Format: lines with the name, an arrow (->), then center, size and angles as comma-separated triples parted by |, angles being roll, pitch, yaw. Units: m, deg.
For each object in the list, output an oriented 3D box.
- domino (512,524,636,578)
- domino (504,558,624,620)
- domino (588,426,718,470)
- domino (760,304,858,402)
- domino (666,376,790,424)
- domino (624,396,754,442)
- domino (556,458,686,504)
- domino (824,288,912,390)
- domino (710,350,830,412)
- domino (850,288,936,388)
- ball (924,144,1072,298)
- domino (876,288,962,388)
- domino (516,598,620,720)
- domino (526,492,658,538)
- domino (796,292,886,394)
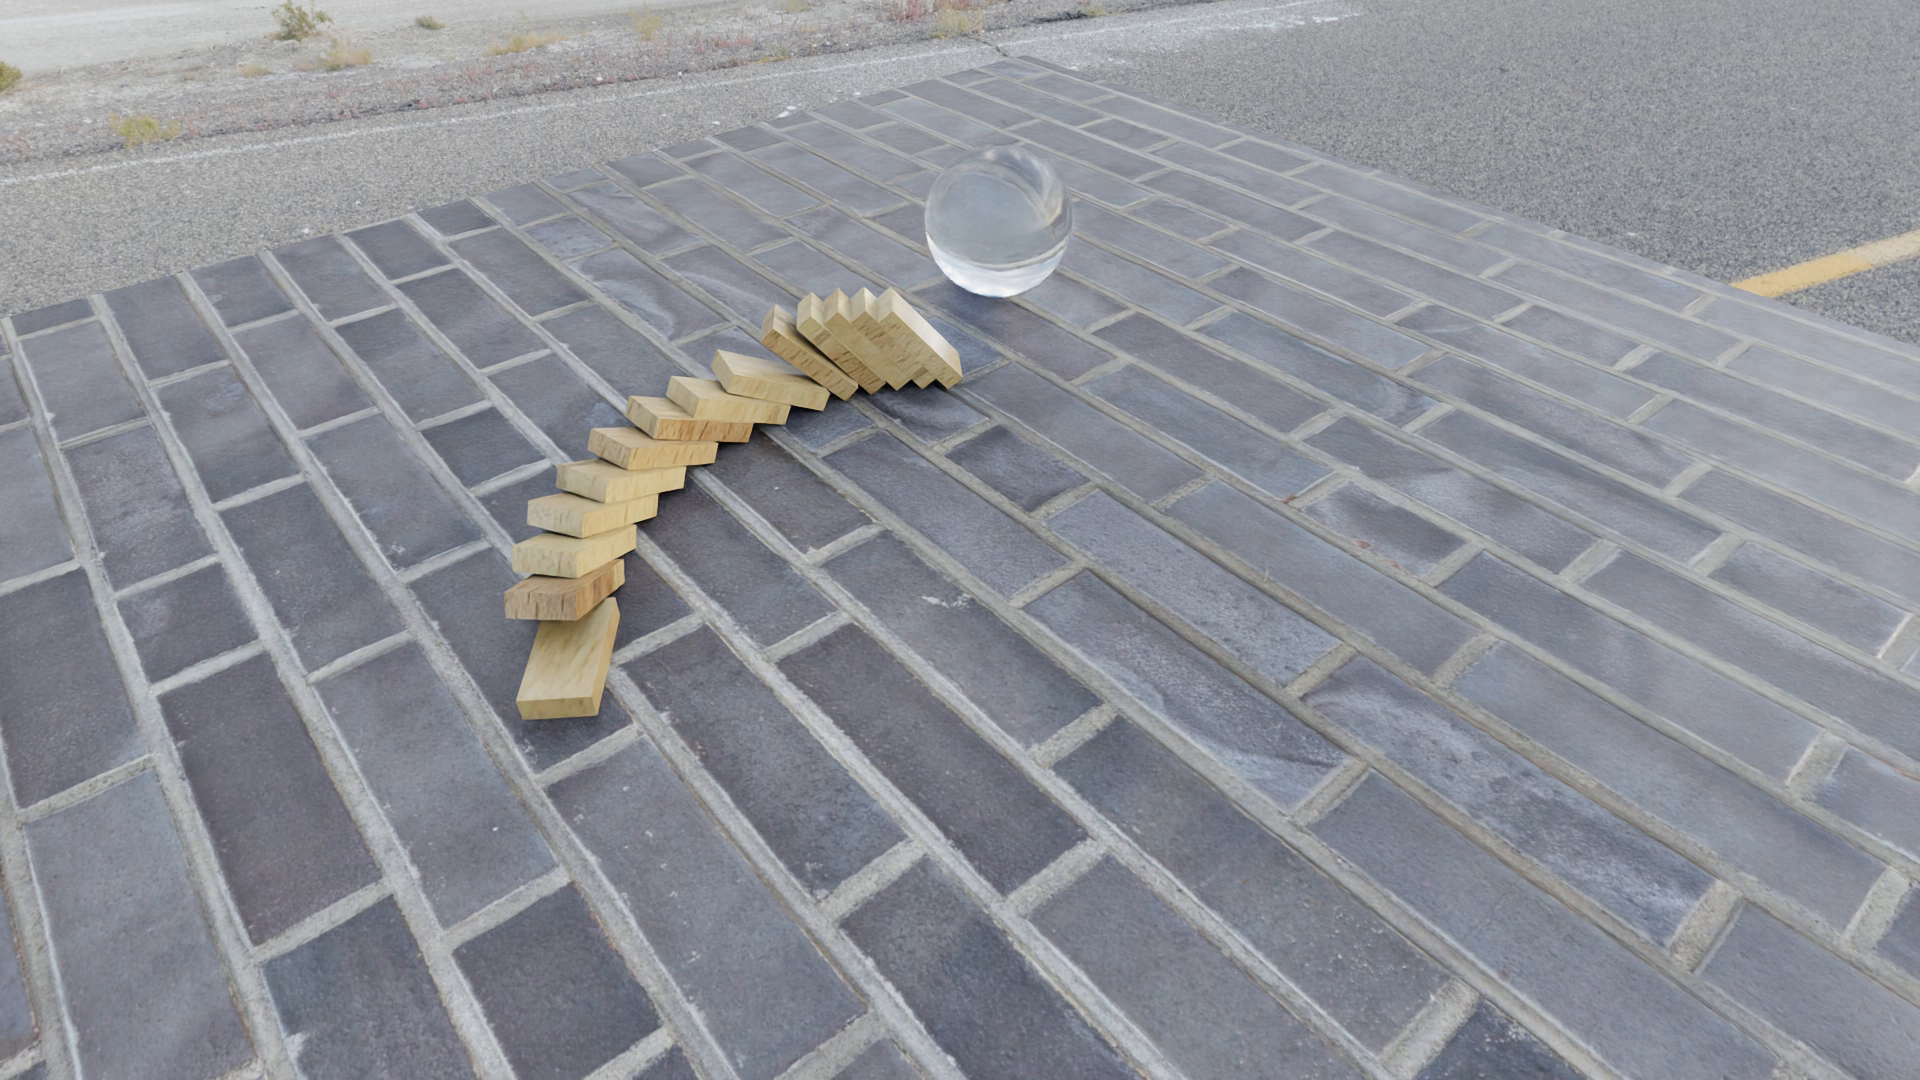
domino -> -0.147, 0.003, 0.424 | 0.025, 0.010, 0.050 | 6, 13, 7
domino -> -0.145, 0.017, 0.406 | 0.025, 0.009, 0.050 | 1, 13, 2
domino -> -0.132, -0.041, 0.476 | 0.025, 0.010, 0.050 | 25, 19, 27
domino -> -0.072, -0.090, 0.528 | 0.050, 0.009, 0.025 | 33, 29, -28
domino -> -0.106, -0.064, 0.505 | 0.050, 0.010, 0.025 | -2, 30, -47
domino -> -0.121, -0.054, 0.492 | 0.025, 0.010, 0.050 | 34, 23, 34
domino -> -0.141, -0.026, 0.459 | 0.025, 0.010, 0.050 | 17, 16, 20
domino -> -0.045, -0.098, 0.535 | 0.009, 0.050, 0.025 | -36, 34, 21
domino -> -0.089, -0.075, 0.518 | 0.050, 0.009, 0.025 | 7, 30, -37
domino -> -0.032, -0.098, 0.536 | 0.009, 0.050, 0.025 | -36, 34, 21
ball -> 0.021, -0.173, 0.599 | 0.080, 0.080, 0.080 | 0, 39, 0
domino -> -0.020, -0.098, 0.536 | 0.010, 0.050, 0.025 | -36, 34, 21
domino -> -0.139, 0.041, 0.393 | 0.025, 0.009, 0.050 | -3, 39, -4
domino -> -0.147, -0.013, 0.442 | 0.025, 0.010, 0.050 | 13, 15, 16
domino -> -0.057, -0.095, 0.532 | 0.010, 0.050, 0.025 | -36, 34, 21
